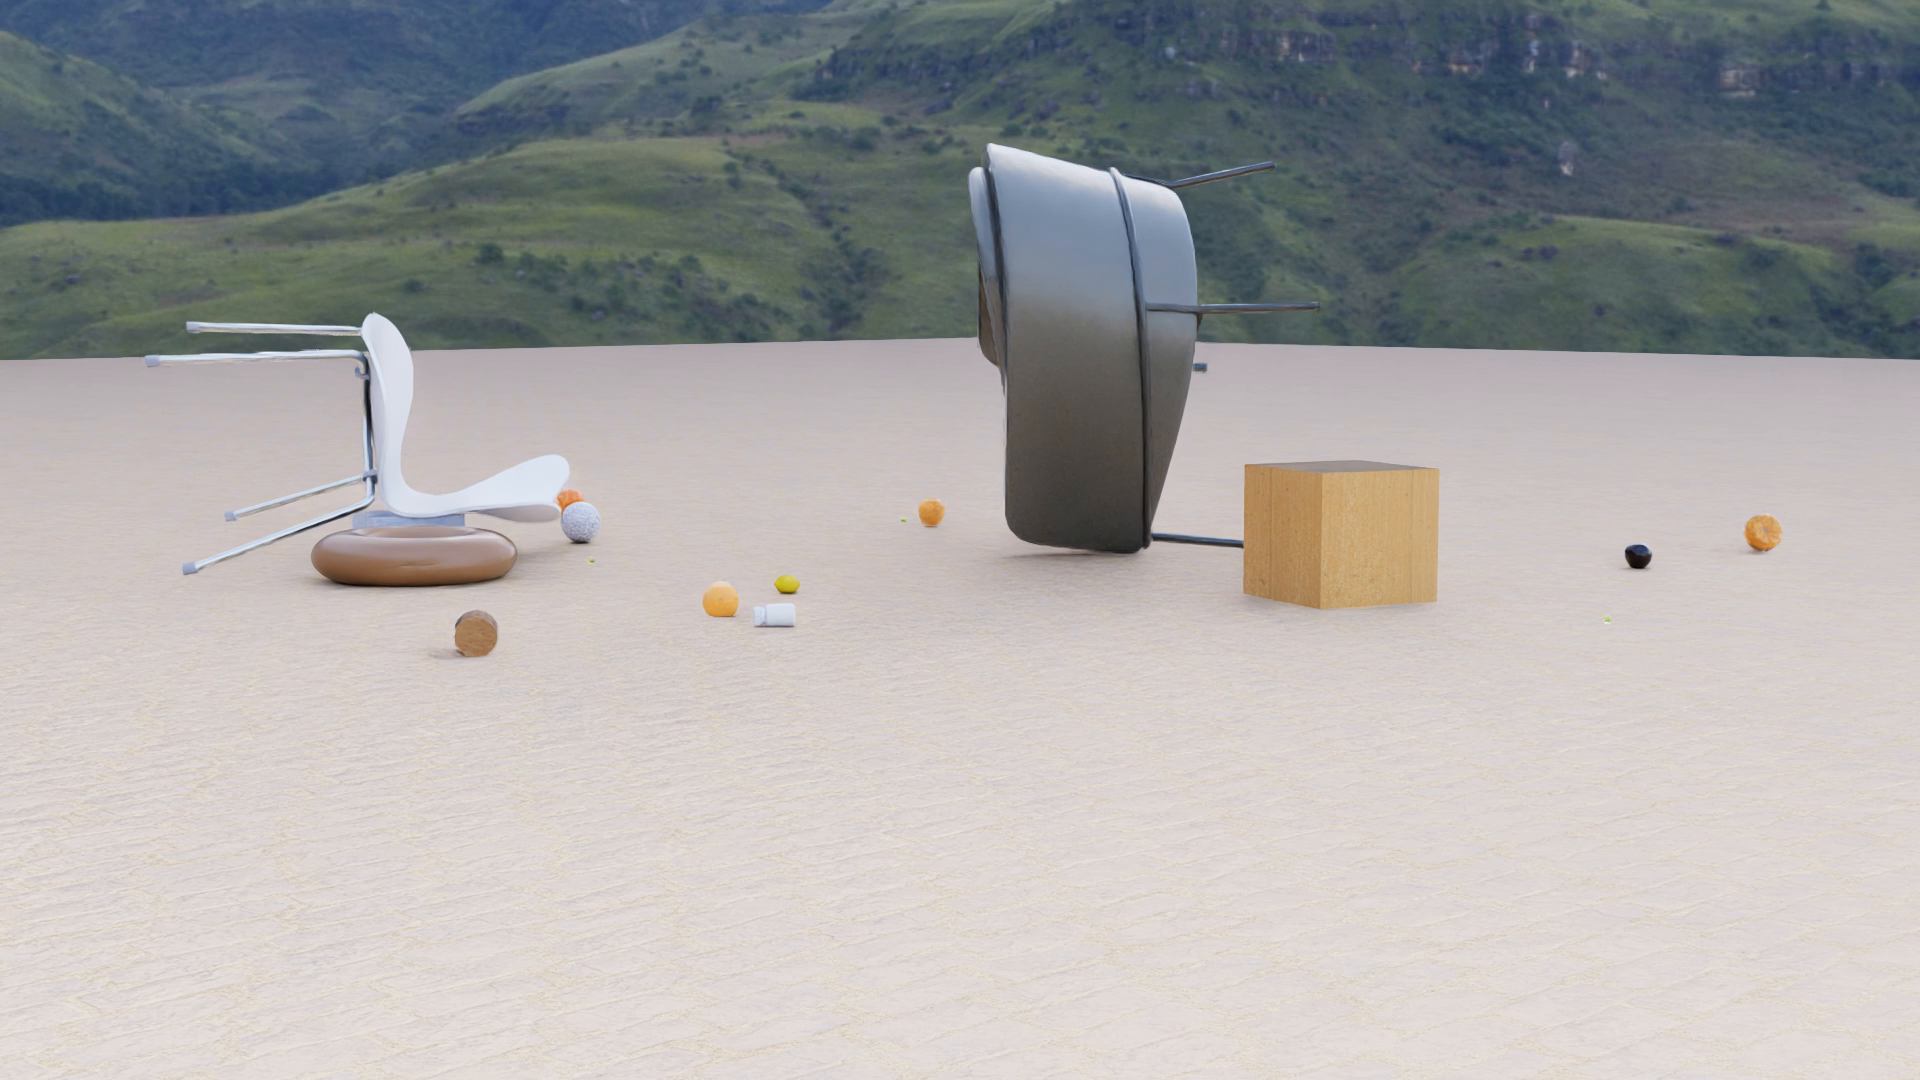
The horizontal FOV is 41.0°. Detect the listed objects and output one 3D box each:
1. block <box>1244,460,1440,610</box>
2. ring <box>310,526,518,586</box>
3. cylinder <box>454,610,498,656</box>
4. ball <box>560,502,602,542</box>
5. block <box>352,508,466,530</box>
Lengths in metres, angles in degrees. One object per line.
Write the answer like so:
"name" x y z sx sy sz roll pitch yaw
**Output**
"block" 0.778 -0.016 5.254 0.283 0.270 0.283 -3 7 -26
"ring" -1.187 0.034 5.587 0.441 0.105 0.373 -1 7 -14
"cylinder" -0.848 0.163 4.496 0.074 0.068 0.112 15 3 -11
"ball" -0.938 -0.044 6.350 0.101 0.101 0.101 0 6 0
"block" -1.277 -0.008 5.940 0.213 0.112 0.173 -3 7 -30
